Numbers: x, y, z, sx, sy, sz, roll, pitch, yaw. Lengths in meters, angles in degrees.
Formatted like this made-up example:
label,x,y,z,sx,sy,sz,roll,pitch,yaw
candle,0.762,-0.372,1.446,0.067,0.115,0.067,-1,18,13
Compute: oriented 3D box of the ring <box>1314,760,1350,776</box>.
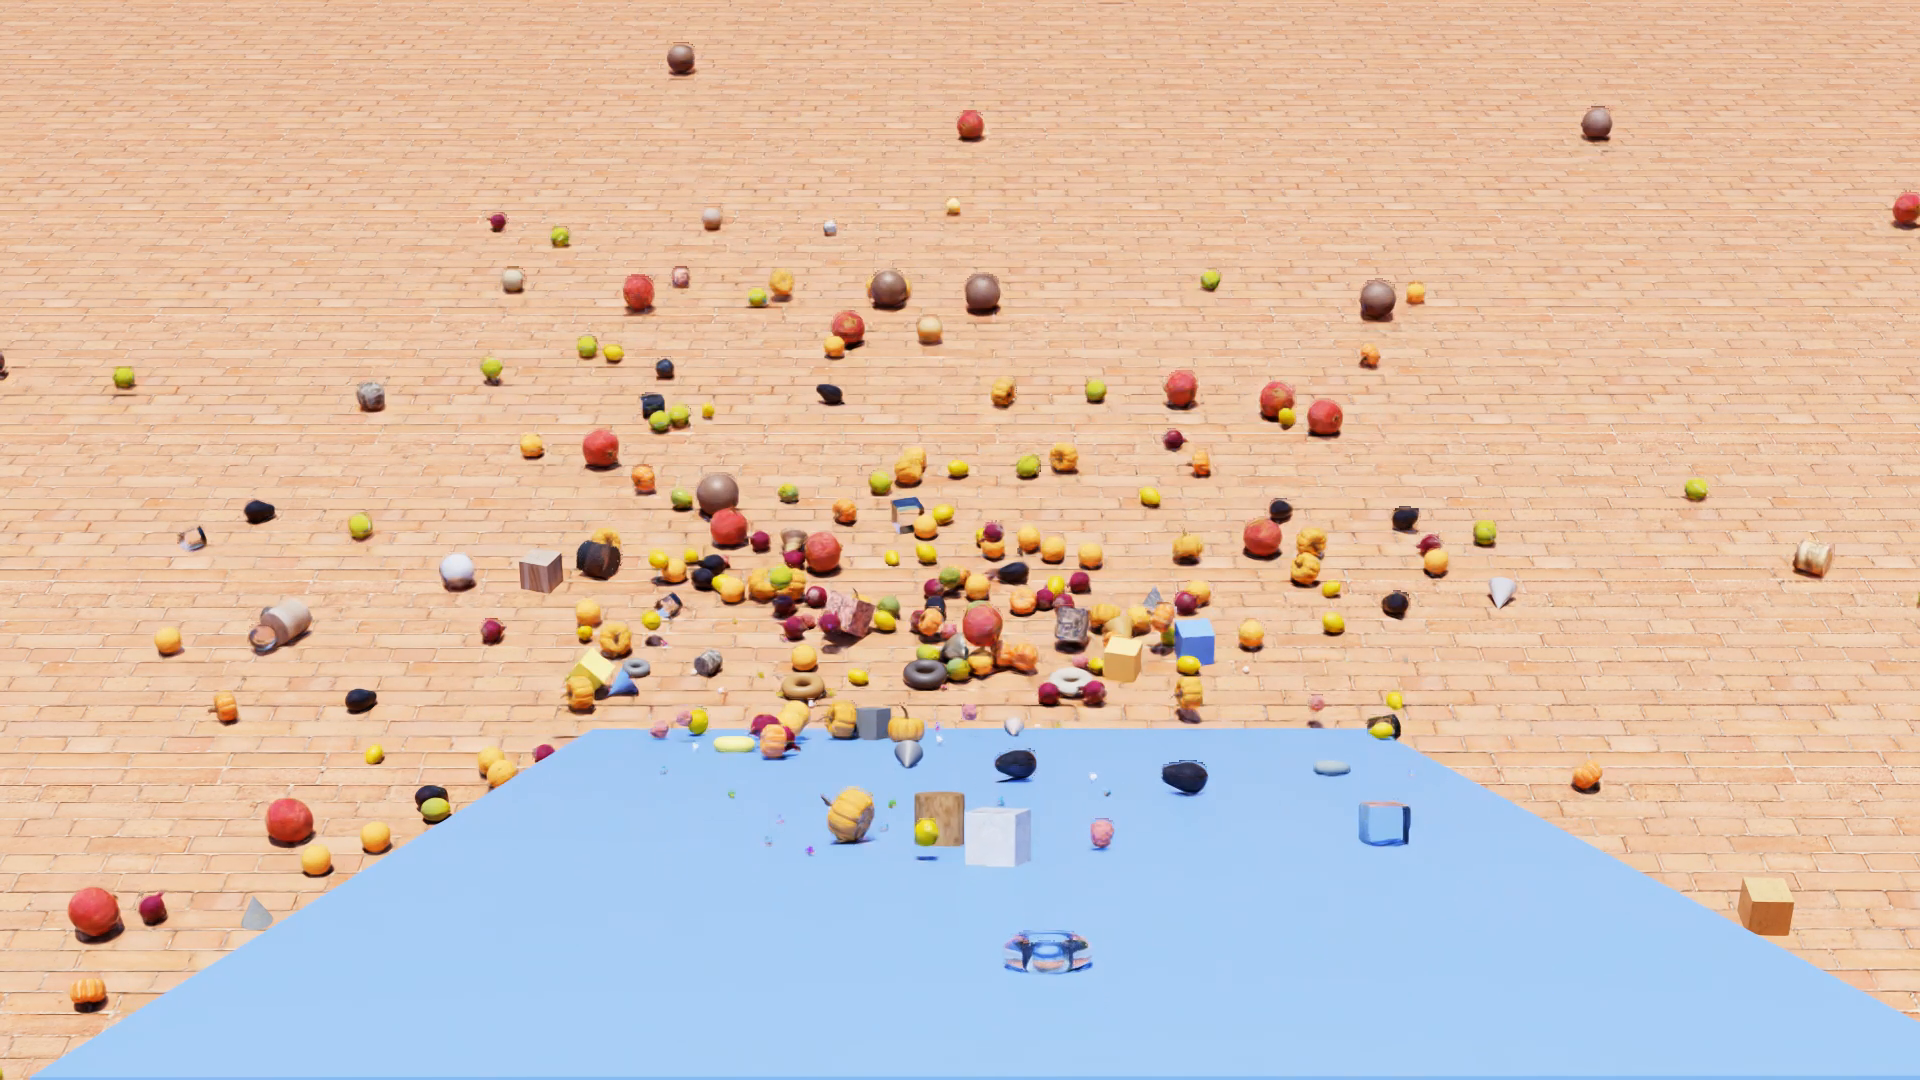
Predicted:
label,x,y,z,sx,sy,sz,roll,pitch,yaw
ring,0.792,0.484,5.491,0.079,0.026,0.079,-1,1,0

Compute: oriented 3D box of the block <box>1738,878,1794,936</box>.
label,x,y,z,sx,sy,sz,roll,pitch,yaw
block,1.867,0.849,5.985,0.095,0.095,0.095,1,28,2

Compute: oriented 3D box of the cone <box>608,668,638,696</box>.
label,x,y,z,sx,sy,sz,roll,pitch,yaw
cone,-0.914,0.397,6.916,0.078,0.078,0.078,-40,39,-10

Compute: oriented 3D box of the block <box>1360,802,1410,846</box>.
label,x,y,z,sx,sy,sz,roll,pitch,yaw
block,0.719,0.480,4.375,0.067,0.067,0.067,0,1,-9

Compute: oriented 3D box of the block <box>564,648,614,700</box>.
label,x,y,z,sx,sy,sz,roll,pitch,yaw
block,-0.991,0.357,6.907,0.081,0.081,0.081,41,30,-7

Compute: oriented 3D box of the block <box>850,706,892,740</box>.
label,x,y,z,sx,sy,sz,roll,pitch,yaw
block,-0.218,0.449,6.329,0.073,0.073,0.073,0,1,29

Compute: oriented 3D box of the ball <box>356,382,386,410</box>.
label,x,y,z,sx,sy,sz,roll,pitch,yaw
ball,-1.945,-0.478,8.528,0.093,0.093,0.093,0,28,0

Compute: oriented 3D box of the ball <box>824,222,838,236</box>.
label,x,y,z,sx,sy,sz,roll,pitch,yaw
ball,-0.500,-1.202,9.954,0.054,0.054,0.054,0,28,0

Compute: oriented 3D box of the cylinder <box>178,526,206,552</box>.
label,x,y,z,sx,sy,sz,roll,pitch,yaw
cylinder,-2.274,-0.003,7.655,0.057,0.057,0.057,24,38,37

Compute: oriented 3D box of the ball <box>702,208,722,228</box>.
label,x,y,z,sx,sy,sz,roll,pitch,yaw
ball,-0.962,-1.247,10.009,0.083,0.083,0.083,0,28,0

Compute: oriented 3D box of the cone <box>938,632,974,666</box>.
label,x,y,z,sx,sy,sz,roll,pitch,yaw
cone,0.005,0.314,7.065,0.091,0.091,0.091,43,43,15

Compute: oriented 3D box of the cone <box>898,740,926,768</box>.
label,x,y,z,sx,sy,sz,roll,pitch,yaw
cone,-0.114,0.481,5.639,0.064,0.064,0.064,8,52,16

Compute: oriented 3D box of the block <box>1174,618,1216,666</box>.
label,x,y,z,sx,sy,sz,roll,pitch,yaw
block,0.642,0.282,7.074,0.092,0.092,0.092,-3,28,-6

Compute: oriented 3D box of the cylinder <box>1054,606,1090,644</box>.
label,x,y,z,sx,sy,sz,roll,pitch,yaw
cylinder,0.309,0.234,7.130,0.090,0.090,0.090,9,-4,1

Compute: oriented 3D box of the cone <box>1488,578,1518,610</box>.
label,x,y,z,sx,sy,sz,roll,pitch,yaw
cone,1.539,0.165,7.355,0.085,0.085,0.085,8,56,14

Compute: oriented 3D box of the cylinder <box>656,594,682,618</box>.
label,x,y,z,sx,sy,sz,roll,pitch,yaw
cylinder,-0.823,0.185,7.300,0.054,0.054,0.054,18,34,31

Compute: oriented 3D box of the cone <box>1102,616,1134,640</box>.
label,x,y,z,sx,sy,sz,roll,pitch,yaw
cone,0.450,0.277,7.137,0.095,0.095,0.095,-8,55,-16

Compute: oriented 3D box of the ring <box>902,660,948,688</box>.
label,x,y,z,sx,sy,sz,roll,pitch,yaw
ring,-0.094,0.361,6.978,0.122,0.041,0.122,1,26,0

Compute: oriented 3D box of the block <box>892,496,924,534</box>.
label,x,y,z,sx,sy,sz,roll,pitch,yaw
block,-0.157,-0.073,7.768,0.078,0.078,0.078,-9,29,-17

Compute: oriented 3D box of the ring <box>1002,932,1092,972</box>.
label,x,y,z,sx,sy,sz,roll,pitch,yaw
ring,0.109,0.512,3.212,0.113,0.038,0.113,-1,2,0

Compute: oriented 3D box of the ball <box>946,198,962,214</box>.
label,x,y,z,sx,sy,sz,roll,pitch,yaw
ball,-0.025,-1.311,10.153,0.062,0.062,0.062,0,28,0

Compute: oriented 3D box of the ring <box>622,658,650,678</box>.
label,x,y,z,sx,sy,sz,roll,pitch,yaw
ring,-0.880,0.347,7.021,0.078,0.026,0.078,1,28,-1

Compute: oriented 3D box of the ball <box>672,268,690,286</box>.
label,x,y,z,sx,sy,sz,roll,pitch,yaw
ball,-1.025,-0.962,9.482,0.066,0.066,0.066,0,28,0

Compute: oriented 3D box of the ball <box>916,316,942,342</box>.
label,x,y,z,sx,sy,sz,roll,pitch,yaw
ball,-0.106,-0.735,9.020,0.091,0.091,0.091,0,28,0

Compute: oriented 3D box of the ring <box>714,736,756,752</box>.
label,x,y,z,sx,sy,sz,roll,pitch,yaw
ring,-0.523,0.475,5.992,0.098,0.033,0.098,1,1,0

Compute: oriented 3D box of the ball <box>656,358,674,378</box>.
label,x,y,z,sx,sy,sz,roll,pitch,yaw
ball,-0.999,-0.580,8.751,0.066,0.066,0.066,0,28,0

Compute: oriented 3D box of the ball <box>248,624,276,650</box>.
label,x,y,z,sx,sy,sz,roll,pitch,yaw
ball,-1.922,0.269,7.115,0.074,0.074,0.074,0,28,0

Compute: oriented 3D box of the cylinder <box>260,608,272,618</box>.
label,x,y,z,sx,sy,sz,roll,pitch,yaw
cylinder,-1.924,0.217,7.241,0.052,0.052,0.052,4,25,35

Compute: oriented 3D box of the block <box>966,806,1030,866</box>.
label,x,y,z,sx,sy,sz,roll,pitch,yaw
block,0.061,0.476,4.146,0.083,0.083,0.083,0,1,19

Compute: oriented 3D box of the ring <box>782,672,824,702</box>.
label,x,y,z,sx,sy,sz,roll,pitch,yaw
ring,-0.420,0.393,6.919,0.117,0.039,0.117,-1,27,1

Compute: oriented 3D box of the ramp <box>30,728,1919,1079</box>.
label,x,y,z,sx,sy,sz,roll,pitch,yaw
ramp,0.062,0.561,4.599,2.000,0.100,4.000,0,1,0

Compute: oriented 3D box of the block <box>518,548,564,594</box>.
label,x,y,z,sx,sy,sz,roll,pitch,yaw
block,-1.207,0.088,7.446,0.090,0.090,0.090,9,29,17

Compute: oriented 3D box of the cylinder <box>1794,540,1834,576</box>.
label,x,y,z,sx,sy,sz,roll,pitch,yaw
cylinder,2.483,0.052,7.516,0.087,0.087,0.087,17,32,30

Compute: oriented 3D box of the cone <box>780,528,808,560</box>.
label,x,y,z,sx,sy,sz,roll,pitch,yaw
cone,-0.496,0.024,7.623,0.088,0.088,0.088,4,54,7

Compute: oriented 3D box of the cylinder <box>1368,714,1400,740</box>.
label,x,y,z,sx,sy,sz,roll,pitch,yaw
cylinder,1.101,0.489,6.706,0.065,0.065,0.065,-6,28,-12

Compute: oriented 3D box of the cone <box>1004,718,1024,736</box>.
label,x,y,z,sx,sy,sz,roll,pitch,yaw
cone,0.133,0.473,6.398,0.051,0.051,0.051,2,28,4

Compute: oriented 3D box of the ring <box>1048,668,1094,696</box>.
label,x,y,z,sx,sy,sz,roll,pitch,yaw
ring,0.298,0.382,6.940,0.122,0.041,0.122,-1,27,0

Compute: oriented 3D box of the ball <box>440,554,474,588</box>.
label,x,y,z,sx,sy,sz,roll,pitch,yaw
ball,-1.447,0.088,7.441,0.096,0.096,0.096,0,28,0

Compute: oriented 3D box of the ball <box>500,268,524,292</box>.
label,x,y,z,sx,sy,sz,roll,pitch,yaw
ball,-1.636,-0.949,9.437,0.084,0.084,0.084,0,28,0

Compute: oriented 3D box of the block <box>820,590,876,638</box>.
label,x,y,z,sx,sy,sz,roll,pitch,yaw
block,-0.312,0.205,7.176,0.096,0.096,0.096,18,-2,31

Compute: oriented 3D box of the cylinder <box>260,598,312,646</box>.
label,x,y,z,sx,sy,sz,roll,pitch,yaw
cylinder,-1.872,0.226,7.173,0.099,0.099,0.099,14,31,24

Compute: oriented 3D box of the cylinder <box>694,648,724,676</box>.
label,x,y,z,sx,sy,sz,roll,pitch,yaw
cylinder,-0.683,0.333,7.015,0.057,0.057,0.057,18,32,30

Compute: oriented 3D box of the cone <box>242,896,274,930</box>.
label,x,y,z,sx,sy,sz,roll,pitch,yaw
cone,-1.637,0.855,5.997,0.074,0.074,0.074,0,28,0

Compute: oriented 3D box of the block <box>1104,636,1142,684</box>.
label,x,y,z,sx,sy,sz,roll,pitch,yaw
block,0.441,0.325,6.999,0.085,0.085,0.085,8,29,15

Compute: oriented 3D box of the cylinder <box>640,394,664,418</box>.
label,x,y,z,sx,sy,sz,roll,pitch,yaw
cylinder,-1.009,-0.440,8.476,0.072,0.072,0.072,-6,28,-12

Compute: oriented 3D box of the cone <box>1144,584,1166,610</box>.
label,x,y,z,sx,sy,sz,roll,pitch,yaw
cone,0.553,0.156,7.346,0.064,0.064,0.064,0,28,0

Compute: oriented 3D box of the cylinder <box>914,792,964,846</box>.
label,x,y,z,sx,sy,sz,roll,pitch,yaw
cylinder,-0.035,0.472,4.372,0.084,0.084,0.084,0,1,0
